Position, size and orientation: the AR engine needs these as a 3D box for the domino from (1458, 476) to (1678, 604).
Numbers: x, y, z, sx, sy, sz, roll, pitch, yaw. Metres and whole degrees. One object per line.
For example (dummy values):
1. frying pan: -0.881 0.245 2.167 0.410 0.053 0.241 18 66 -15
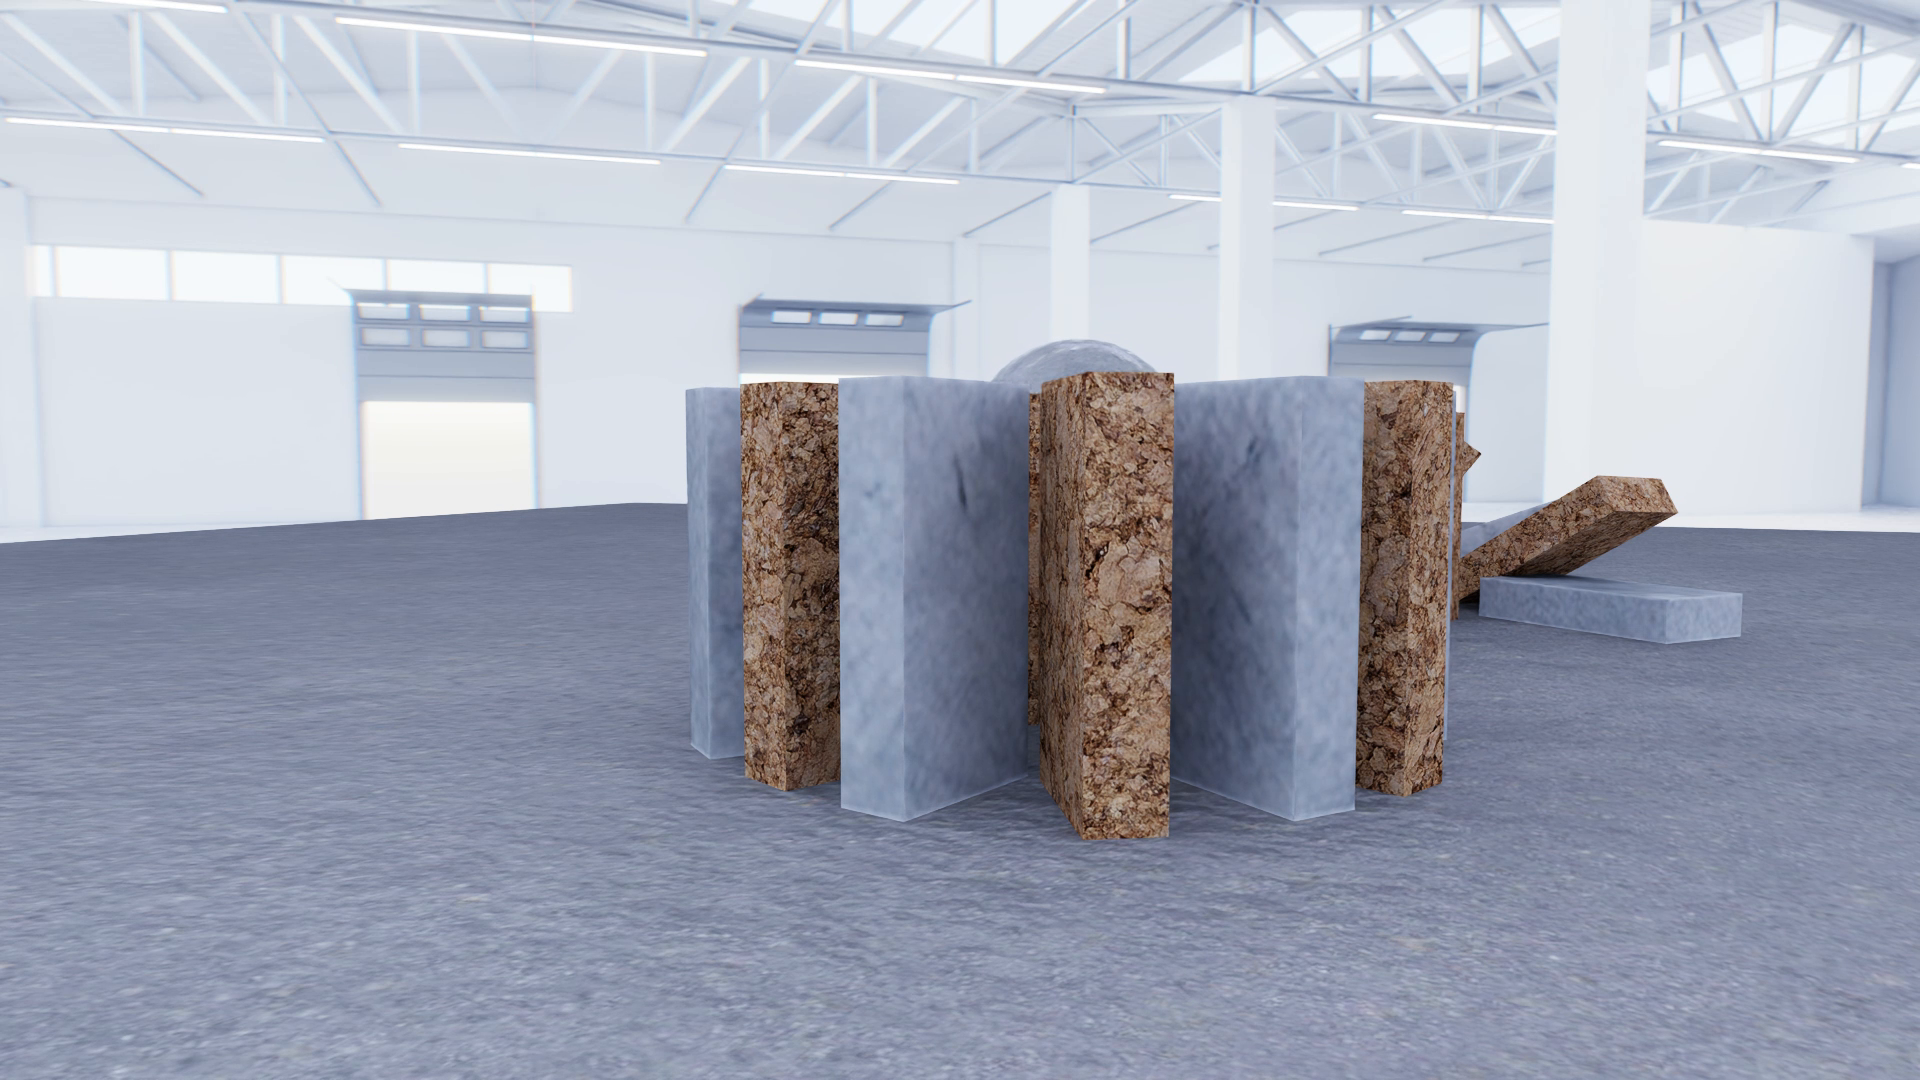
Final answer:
1. domino: 0.149 0.001 0.322 0.025 0.010 0.050 1 -28 -30

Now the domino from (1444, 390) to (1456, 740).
1. domino: 0.057 0.004 0.186 0.025 0.050 0.010 0 4 -6

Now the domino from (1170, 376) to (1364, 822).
1. domino: 0.036 0.006 0.156 0.009 0.050 0.025 -2 5 -29

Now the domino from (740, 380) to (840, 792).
1. domino: -0.015 0.005 0.167 0.025 0.050 0.009 -4 6 -41

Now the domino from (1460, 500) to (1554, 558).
1. domino: 0.145 0.001 0.350 0.050 0.010 0.025 -20 -11 12

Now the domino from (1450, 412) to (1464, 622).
1. domino: 0.109 -0.006 0.315 0.025 0.050 0.010 3 5 36

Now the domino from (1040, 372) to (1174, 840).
1. domino: 0.016 0.006 0.149 0.010 0.050 0.025 -1 4 -7

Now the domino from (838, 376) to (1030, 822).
1. domino: -0.003 0.006 0.155 0.009 0.050 0.025 3 5 37

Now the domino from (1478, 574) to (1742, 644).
1. domino: 0.151 0.015 0.301 0.025 0.009 0.050 -2 5 -26

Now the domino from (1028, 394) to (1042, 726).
1. domino: 0.000 0.003 0.199 0.025 0.050 0.010 1 4 11

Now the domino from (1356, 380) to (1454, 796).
1. domino: 0.049 0.005 0.165 0.010 0.050 0.025 -4 6 -42

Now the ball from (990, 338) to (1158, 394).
1. ball: 0.042 -0.032 0.461 0.080 0.080 0.080 0 4 0

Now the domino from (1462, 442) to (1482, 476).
1. domino: 0.123 -0.007 0.354 0.010 0.050 0.025 41 17 15

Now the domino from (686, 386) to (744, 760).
1. domino: -0.025 0.004 0.181 0.025 0.050 0.010 -2 5 -27
